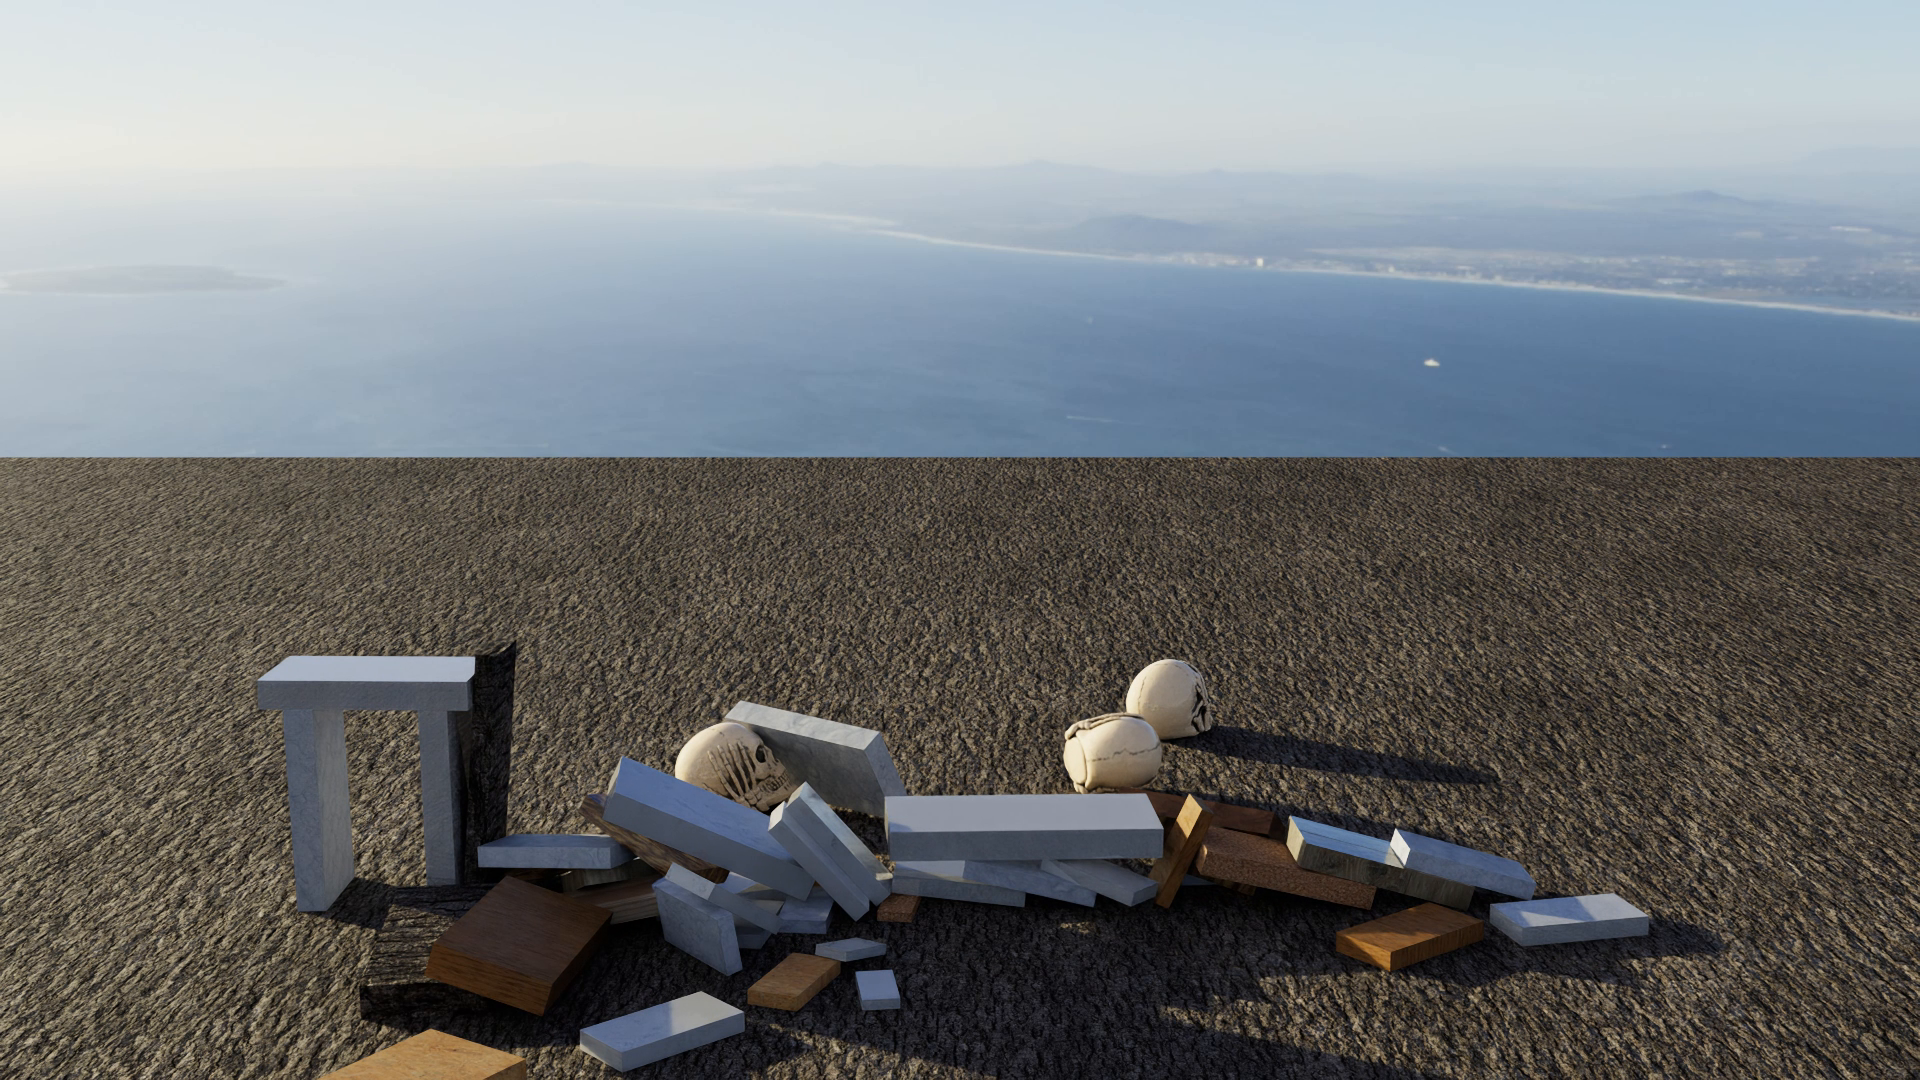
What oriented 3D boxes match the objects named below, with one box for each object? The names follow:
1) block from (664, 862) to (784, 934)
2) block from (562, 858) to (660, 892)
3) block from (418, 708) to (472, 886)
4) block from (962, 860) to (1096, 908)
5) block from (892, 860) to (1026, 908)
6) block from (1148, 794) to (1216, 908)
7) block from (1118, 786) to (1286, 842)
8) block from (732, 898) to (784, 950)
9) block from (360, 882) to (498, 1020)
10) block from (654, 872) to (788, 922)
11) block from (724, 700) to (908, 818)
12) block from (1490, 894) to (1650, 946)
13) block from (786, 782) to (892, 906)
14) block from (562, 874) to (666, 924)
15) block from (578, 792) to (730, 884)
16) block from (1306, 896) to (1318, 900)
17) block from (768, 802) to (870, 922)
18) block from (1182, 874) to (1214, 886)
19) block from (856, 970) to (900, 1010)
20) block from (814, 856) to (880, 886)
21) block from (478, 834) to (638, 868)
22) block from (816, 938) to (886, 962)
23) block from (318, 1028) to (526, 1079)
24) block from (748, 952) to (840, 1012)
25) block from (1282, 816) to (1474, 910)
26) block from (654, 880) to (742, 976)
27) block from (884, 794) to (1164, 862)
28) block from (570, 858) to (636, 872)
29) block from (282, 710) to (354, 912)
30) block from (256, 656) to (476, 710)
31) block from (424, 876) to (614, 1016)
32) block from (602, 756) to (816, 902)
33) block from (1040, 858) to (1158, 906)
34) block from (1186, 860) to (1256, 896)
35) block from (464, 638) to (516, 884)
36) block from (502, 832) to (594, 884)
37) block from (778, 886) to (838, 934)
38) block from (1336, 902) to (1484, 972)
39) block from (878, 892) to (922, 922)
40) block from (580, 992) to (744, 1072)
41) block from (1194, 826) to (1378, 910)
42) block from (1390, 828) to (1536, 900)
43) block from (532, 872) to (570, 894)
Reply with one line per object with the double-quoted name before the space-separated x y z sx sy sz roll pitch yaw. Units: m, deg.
"block" -0.361 0.553 3.385 0.095 0.027 0.190 19 -14 37
"block" -0.534 0.549 3.632 0.221 0.031 0.110 -4 -15 -30
"block" -0.840 0.424 3.638 0.048 0.338 0.169 0 11 4
"block" 0.117 0.550 3.634 0.220 0.031 0.110 12 11 2
"block" 0.001 0.566 3.660 0.220 0.031 0.110 6 11 2
"block" 0.361 0.513 3.628 0.025 0.174 0.087 24 6 -11
"block" 0.428 0.499 3.823 0.290 0.041 0.145 6 -27 31
"block" -0.336 0.610 3.500 0.079 0.022 0.158 2 11 10
"block" -0.794 0.621 3.361 0.178 0.050 0.423 -1 11 -7
"block" -0.404 0.582 3.624 0.221 0.031 0.110 -4 11 -20
"block" -0.269 0.413 4.133 0.355 0.177 0.050 8 43 38
"block" 0.970 0.605 3.505 0.219 0.031 0.109 -2 11 -13
"block" -0.197 0.500 3.629 0.031 0.220 0.110 -42 3 5
"block" -0.556 0.581 3.516 0.221 0.031 0.110 -11 11 -1
"block" -0.495 0.486 3.575 0.237 0.034 0.118 31 11 26
"block" 0.533 0.564 3.665 0.138 0.020 0.069 13 10 -3
"block" -0.228 0.521 3.568 0.029 0.206 0.103 -42 9 5
"block" 0.403 0.560 3.777 0.069 0.020 0.138 -1 11 -5
"block" -0.122 0.662 3.237 0.056 0.016 0.112 -1 11 -8
"block" -0.251 0.560 3.749 0.206 0.029 0.103 3 11 15
"block" -0.652 0.508 3.591 0.237 0.034 0.118 -2 2 17
"block" -0.166 0.626 3.364 0.056 0.016 0.112 6 0 31
"block" -0.744 0.726 2.801 0.178 0.050 0.356 7 13 33
"block" -0.245 0.654 3.261 0.079 0.022 0.157 4 11 20
"block" 0.691 0.534 3.643 0.290 0.041 0.145 15 10 -5
"block" -0.403 0.594 3.377 0.027 0.095 0.190 -20 20 -33
"block" 0.102 0.478 3.669 0.448 0.050 0.177 0 12 -5
"block" -0.581 0.544 3.726 0.162 0.023 0.081 -5 12 -25
"block" -1.059 0.424 3.637 0.048 0.338 0.169 -1 11 0
"block" -0.955 0.234 3.604 0.337 0.048 0.169 0 11 1
"block" -0.650 0.599 3.277 0.178 0.050 0.356 18 8 3
"block" -0.407 0.473 3.616 0.355 0.050 0.177 24 10 -10
"block" 0.229 0.550 3.606 0.174 0.025 0.087 18 13 30
"block" 0.432 0.554 3.694 0.138 0.020 0.069 18 17 7
"block" -0.777 0.381 3.635 0.034 0.422 0.118 6 11 4
"block" -0.683 0.536 3.677 0.162 0.023 0.081 -15 16 -15
"block" -0.245 0.598 3.563 0.079 0.022 0.157 1 11 5
"block" 0.703 0.618 3.433 0.219 0.031 0.109 -8 13 -37
"block" -0.099 0.596 3.592 0.056 0.016 0.112 1 11 7
"block" -0.415 0.686 3.074 0.206 0.029 0.103 -9 14 -41
"block" 0.527 0.537 3.632 0.290 0.041 0.145 13 10 -7
"block" 0.832 0.537 3.641 0.219 0.031 0.109 15 10 -4
"block" -0.680 0.574 3.692 0.162 0.023 0.081 -1 11 -4
